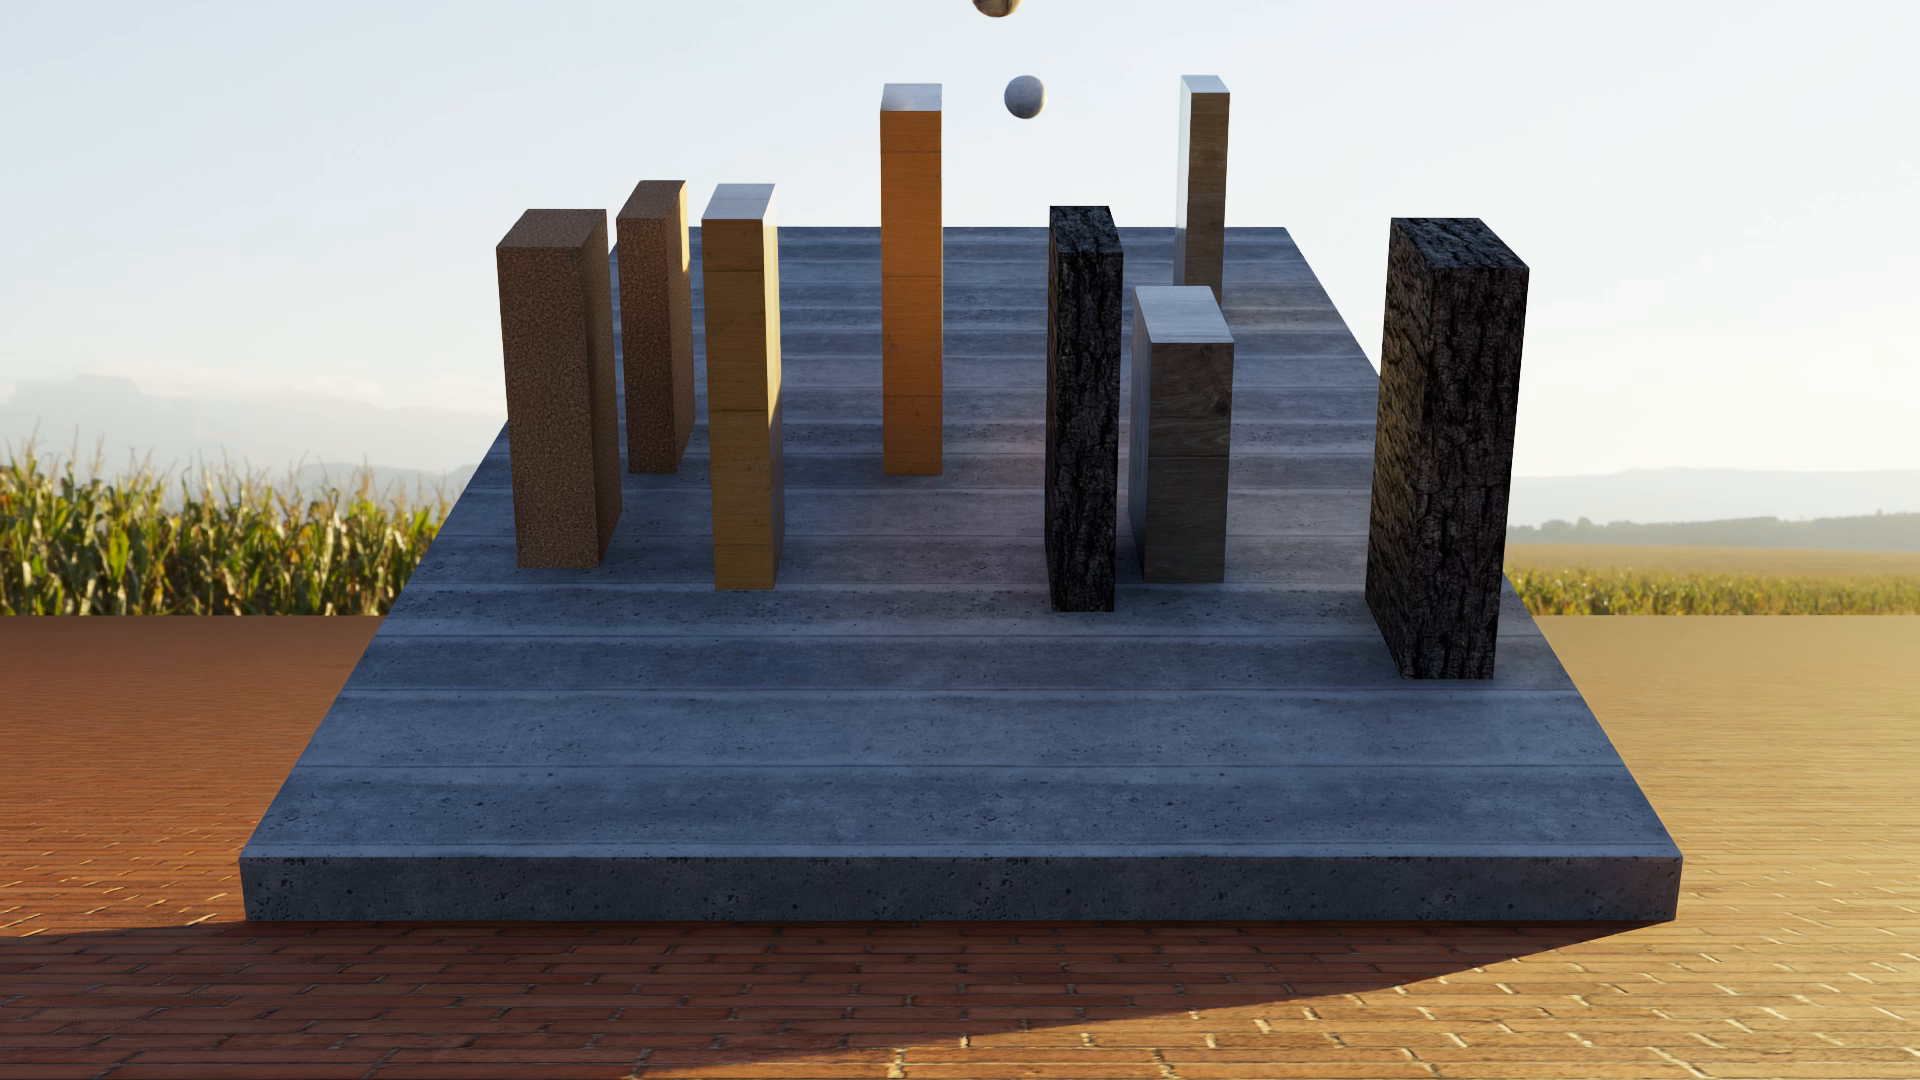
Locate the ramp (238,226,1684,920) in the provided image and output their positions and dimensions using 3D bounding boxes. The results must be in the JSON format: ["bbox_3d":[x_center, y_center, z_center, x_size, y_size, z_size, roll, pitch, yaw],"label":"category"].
[{"bbox_3d":[-0.005,-0.210,5.037,2.000,0.100,4.000,0,20,0],"label":"ramp"}]

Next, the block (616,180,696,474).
[{"bbox_3d":[-0.636,-0.455,4.782,0.099,0.535,0.379,0,20,0],"label":"block"}]

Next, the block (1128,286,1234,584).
[{"bbox_3d":[0.405,-0.204,4.230,0.145,0.451,0.406,0,20,0],"label":"block"}]

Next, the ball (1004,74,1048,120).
[{"bbox_3d":[0.193,-1.299,6.660,0.129,0.129,0.129,0,-2,0],"label":"ball"}]

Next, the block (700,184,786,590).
[{"bbox_3d":[-0.387,-0.280,4.108,0.105,0.676,0.301,0,20,0],"label":"block"}]

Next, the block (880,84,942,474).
[{"bbox_3d":[-0.097,-0.545,4.719,0.121,0.749,0.336,0,20,0],"label":"block"}]

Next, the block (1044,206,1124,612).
[{"bbox_3d":[0.216,-0.240,4.050,0.108,0.643,0.372,0,20,0],"label":"block"}]

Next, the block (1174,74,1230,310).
[{"bbox_3d":[0.618,-0.875,5.838,0.096,0.592,0.282,0,20,0],"label":"block"}]

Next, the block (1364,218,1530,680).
[{"bbox_3d":[0.798,-0.157,3.766,0.148,0.687,0.361,0,20,0],"label":"block"}]

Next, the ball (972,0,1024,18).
[{"bbox_3d":[0.108,-1.591,6.549,0.167,0.167,0.167,0,-2,0],"label":"ball"}]

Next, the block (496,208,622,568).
[{"bbox_3d":[-0.740,-0.286,4.230,0.149,0.602,0.319,0,20,0],"label":"block"}]
